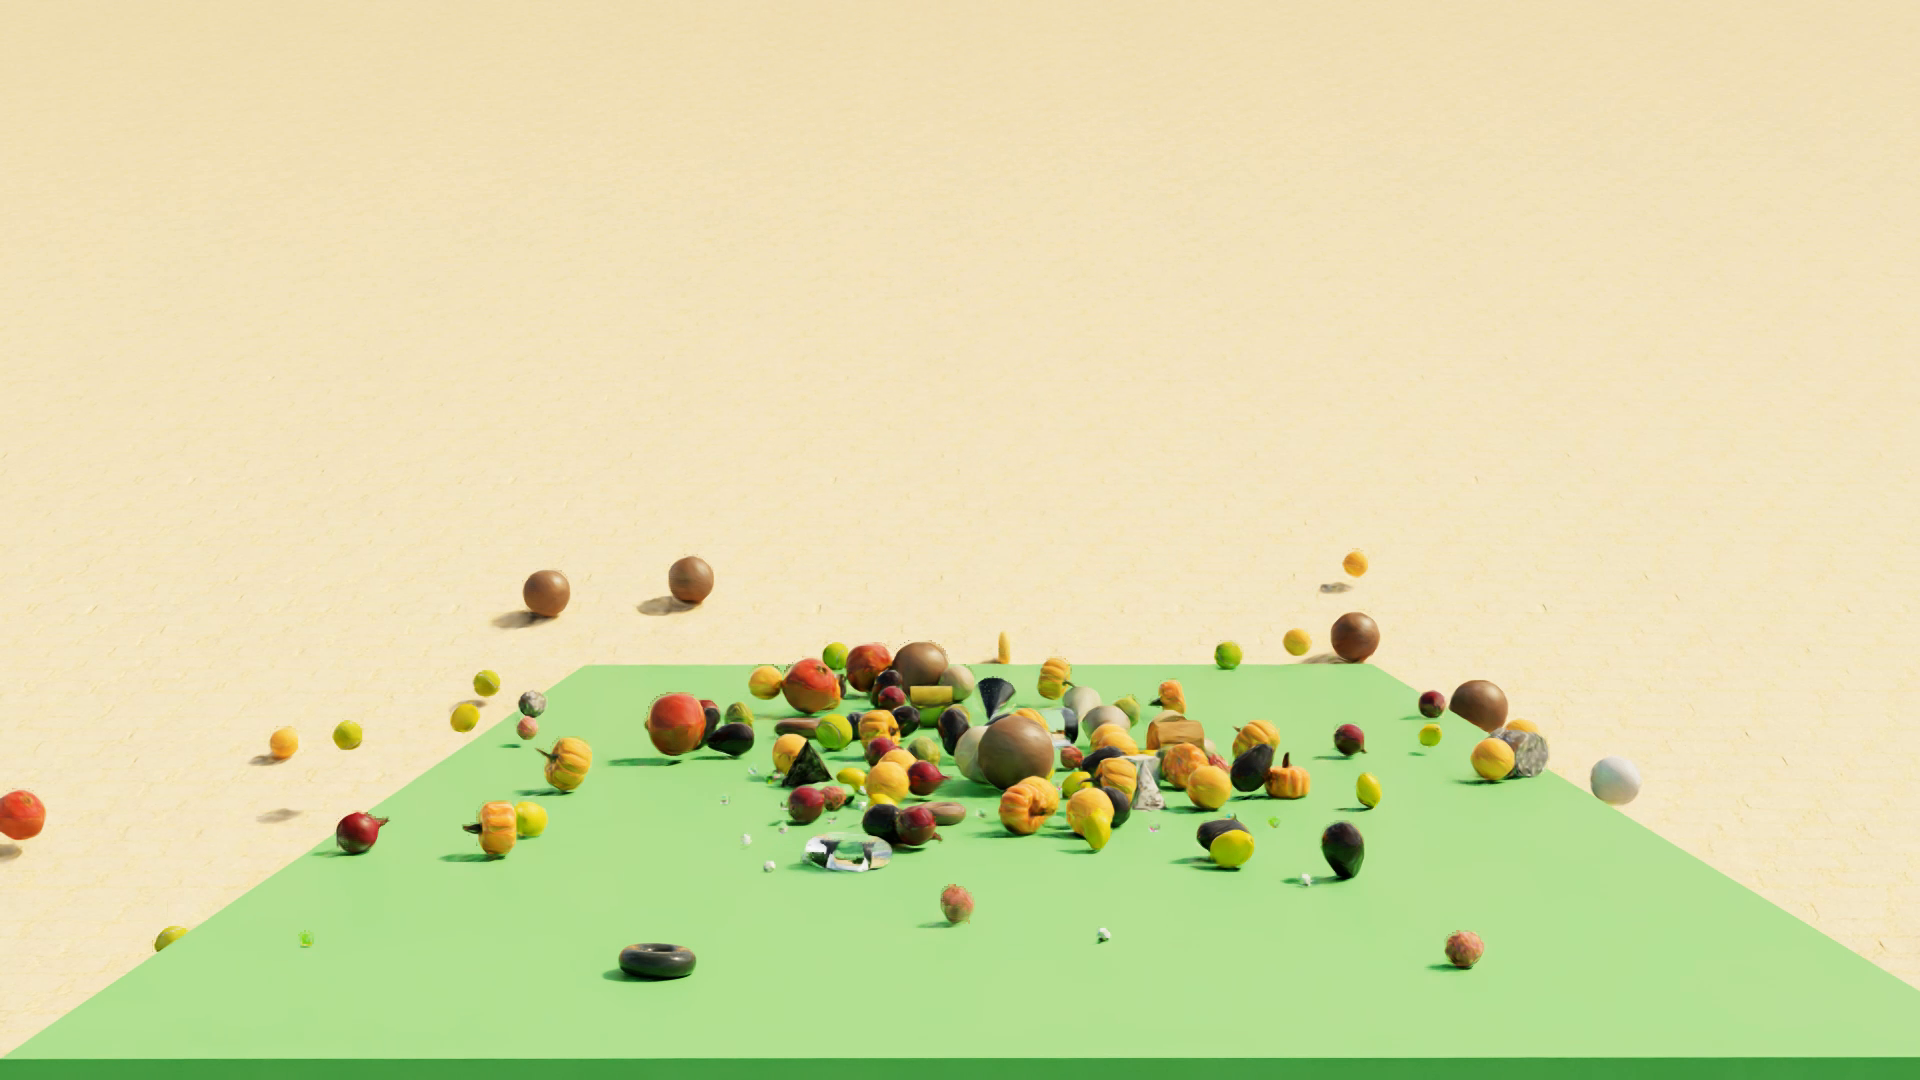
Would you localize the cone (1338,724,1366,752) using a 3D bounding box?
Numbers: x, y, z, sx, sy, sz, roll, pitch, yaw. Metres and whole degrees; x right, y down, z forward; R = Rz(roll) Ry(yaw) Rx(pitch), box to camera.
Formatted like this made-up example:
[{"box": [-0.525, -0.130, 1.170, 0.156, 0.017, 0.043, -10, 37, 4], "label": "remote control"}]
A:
[{"box": [0.734, 0.385, 4.854, 0.055, 0.055, 0.055, 7, 52, 17], "label": "cone"}]

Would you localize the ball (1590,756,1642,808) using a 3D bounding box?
[{"box": [1.115, 0.410, 4.374, 0.087, 0.087, 0.087, 0, 22, 0], "label": "ball"}]

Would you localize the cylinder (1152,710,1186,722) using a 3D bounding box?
[{"box": [0.399, 0.361, 4.849, 0.072, 0.072, 0.072, -2, 3, -4], "label": "cylinder"}]

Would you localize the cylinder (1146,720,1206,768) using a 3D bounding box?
[{"box": [0.386, 0.366, 4.601, 0.084, 0.084, 0.084, -1, 22, -12], "label": "cylinder"}]

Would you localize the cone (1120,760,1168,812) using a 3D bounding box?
[{"box": [0.296, 0.393, 4.149, 0.077, 0.077, 0.077, 0, 3, 0], "label": "cone"}]

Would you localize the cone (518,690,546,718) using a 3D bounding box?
[{"box": [-0.888, 0.348, 5.357, 0.057, 0.057, 0.057, -5, 10, -13], "label": "cone"}]

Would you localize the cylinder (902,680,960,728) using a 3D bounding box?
[{"box": [-0.058, 0.337, 5.215, 0.085, 0.085, 0.085, -19, 14, 25], "label": "cylinder"}]

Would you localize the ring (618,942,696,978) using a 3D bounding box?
[{"box": [-0.343, 0.477, 2.916, 0.089, 0.030, 0.089, 3, 0, 0], "label": "ring"}]

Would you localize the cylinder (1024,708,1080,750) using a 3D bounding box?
[{"box": [0.173, 0.358, 4.885, 0.076, 0.076, 0.076, -3, 19, -37], "label": "cylinder"}]

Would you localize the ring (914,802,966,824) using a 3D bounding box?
[{"box": [-0.031, 0.425, 4.003, 0.084, 0.028, 0.084, -1, 3, 0], "label": "ring"}]

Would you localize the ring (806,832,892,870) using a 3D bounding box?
[{"box": [-0.156, 0.437, 3.609, 0.123, 0.041, 0.123, 4, 1, 0], "label": "ring"}]

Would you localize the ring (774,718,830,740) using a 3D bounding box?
[{"box": [-0.310, 0.370, 5.058, 0.108, 0.036, 0.108, 0, 1, 0], "label": "ring"}]

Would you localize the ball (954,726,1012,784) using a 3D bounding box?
[{"box": [0.040, 0.369, 4.422, 0.100, 0.100, 0.100, 0, 22, 0], "label": "ball"}]

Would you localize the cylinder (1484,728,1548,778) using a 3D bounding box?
[{"box": [0.976, 0.373, 4.514, 0.078, 0.078, 0.078, -15, 10, -32], "label": "cylinder"}]

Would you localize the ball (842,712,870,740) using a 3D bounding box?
[{"box": [-0.202, 0.362, 5.017, 0.054, 0.054, 0.054, 0, 22, 0], "label": "ball"}]

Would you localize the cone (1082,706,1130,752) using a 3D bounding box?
[{"box": [0.276, 0.376, 4.865, 0.092, 0.092, 0.092, 1, 30, 4], "label": "cone"}]

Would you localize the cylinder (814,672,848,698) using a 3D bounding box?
[{"box": [-0.288, 0.326, 5.765, 0.053, 0.053, 0.053, -7, 16, 31], "label": "cylinder"}]

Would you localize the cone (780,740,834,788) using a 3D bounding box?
[{"box": [-0.272, 0.398, 4.375, 0.084, 0.084, 0.084, -34, 28, -3], "label": "cone"}]

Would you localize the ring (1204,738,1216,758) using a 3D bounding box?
[{"box": [0.427, 0.385, 4.768, 0.098, 0.033, 0.098, -1, 2, 0], "label": "ring"}]

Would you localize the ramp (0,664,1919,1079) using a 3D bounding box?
[{"box": [0.051, 0.463, 4.534, 2.000, 0.100, 4.000, 0, 3, 0], "label": "ramp"}]

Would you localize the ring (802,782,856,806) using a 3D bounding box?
[{"box": [-0.214, 0.415, 4.200, 0.087, 0.029, 0.087, -1, 3, 0], "label": "ring"}]

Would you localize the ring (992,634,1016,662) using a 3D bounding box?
[{"box": [0.117, 0.282, 6.743, 0.029, 0.088, 0.088, 38, 30, 5], "label": "ring"}]

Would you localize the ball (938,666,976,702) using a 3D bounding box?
[{"box": [-0.007, 0.317, 5.676, 0.081, 0.081, 0.081, 0, 22, 0], "label": "ball"}]

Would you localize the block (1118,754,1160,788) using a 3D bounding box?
[{"box": [0.305, 0.395, 4.372, 0.052, 0.052, 0.052, -2, 3, -30], "label": "block"}]
